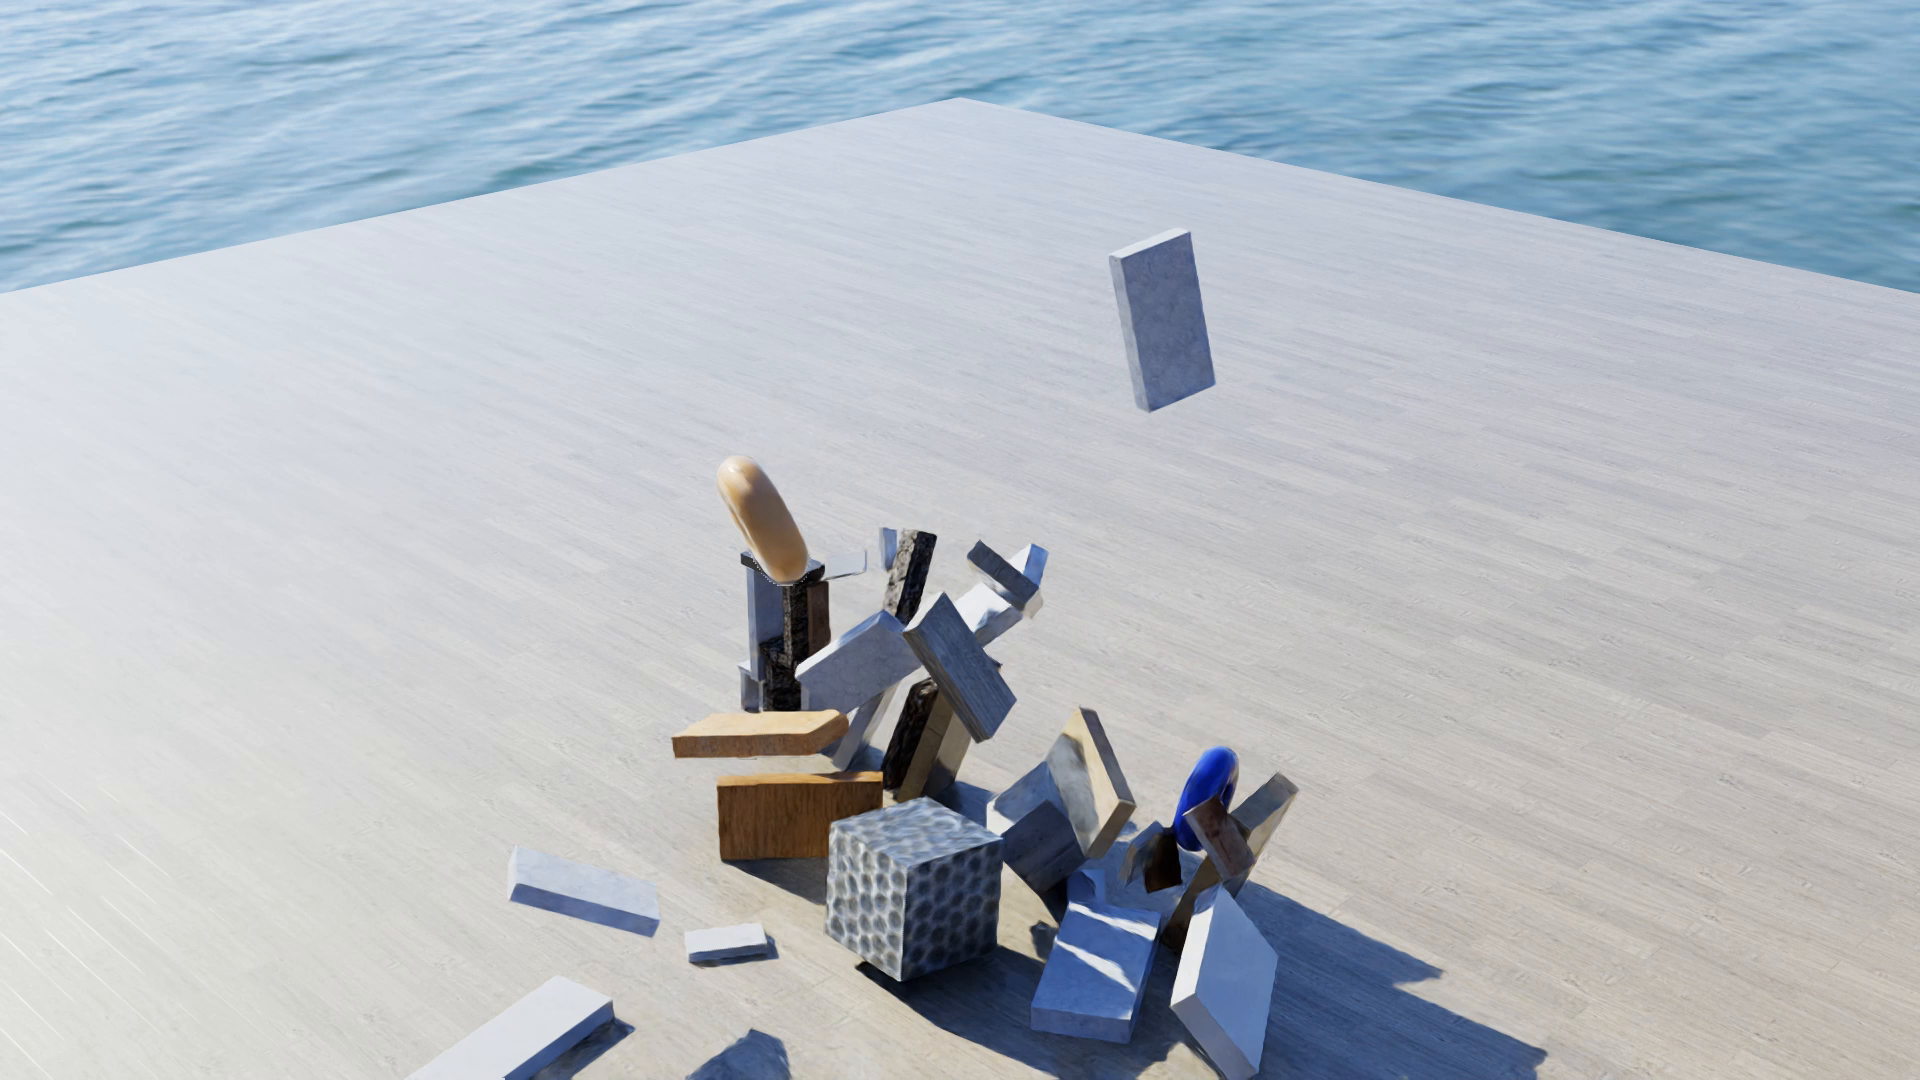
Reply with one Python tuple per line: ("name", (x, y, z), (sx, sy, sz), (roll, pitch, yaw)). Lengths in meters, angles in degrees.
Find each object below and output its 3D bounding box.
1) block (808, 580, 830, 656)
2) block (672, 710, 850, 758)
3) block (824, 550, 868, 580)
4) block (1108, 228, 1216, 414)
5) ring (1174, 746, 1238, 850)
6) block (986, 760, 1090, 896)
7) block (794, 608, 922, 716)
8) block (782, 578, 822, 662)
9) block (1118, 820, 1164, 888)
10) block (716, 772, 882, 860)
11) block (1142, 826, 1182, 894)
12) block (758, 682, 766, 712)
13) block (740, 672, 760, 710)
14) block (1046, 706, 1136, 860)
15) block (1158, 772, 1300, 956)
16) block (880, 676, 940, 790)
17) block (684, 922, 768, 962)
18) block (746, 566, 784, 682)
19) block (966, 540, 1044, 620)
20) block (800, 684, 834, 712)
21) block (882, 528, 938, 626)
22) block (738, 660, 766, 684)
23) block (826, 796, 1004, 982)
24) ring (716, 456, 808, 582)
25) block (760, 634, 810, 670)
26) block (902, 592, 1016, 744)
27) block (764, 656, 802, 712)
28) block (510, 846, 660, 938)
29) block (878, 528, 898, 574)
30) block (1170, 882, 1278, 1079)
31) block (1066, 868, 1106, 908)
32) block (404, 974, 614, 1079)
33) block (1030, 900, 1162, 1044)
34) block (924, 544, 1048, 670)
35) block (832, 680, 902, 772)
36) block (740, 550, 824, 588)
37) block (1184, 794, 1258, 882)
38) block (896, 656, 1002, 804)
("block", (-0.296, 0.173, 4.618), (0.048, 0.177, 0.014), (-22, 31, -40))
("block", (-0.401, 0.390, 4.422), (0.319, 0.045, 0.159), (-4, 11, 26))
("block", (-0.239, 0.052, 4.590), (0.096, 0.048, 0.014), (-11, -27, 25))
("block", (0.347, -0.374, 3.758), (0.142, 0.283, 0.040), (-23, 27, -22))
("ring", (0.436, 0.456, 3.885), (0.066, 0.197, 0.197), (21, 29, 18))
("block", (0.158, 0.548, 4.195), (0.151, 0.151, 0.151), (-39, 18, 16))
("block", (-0.183, 0.232, 4.146), (0.255, 0.127, 0.036), (-34, 26, 38))
("block", (-0.332, 0.160, 4.651), (0.025, 0.175, 0.088), (21, 31, 41))
("block", (0.316, 0.550, 3.853), (0.067, 0.134, 0.019), (-34, 63, -30))
("block", (-0.310, 0.537, 4.288), (0.319, 0.159, 0.045), (-1, 19, -3))
("block", (0.359, 0.575, 3.952), (0.067, 0.134, 0.019), (-15, 39, -4))
("block", (-0.418, 0.345, 4.827), (0.013, 0.095, 0.047), (21, 31, 41))
("block", (-0.462, 0.327, 4.868), (0.013, 0.094, 0.047), (21, 31, 41))
("block", (0.230, 0.430, 3.911), (0.037, 0.130, 0.260), (16, 30, -26))
("block", (0.481, 0.584, 3.946), (0.049, 0.344, 0.172), (38, 39, 19))
("block", (-0.088, 0.391, 4.510), (0.035, 0.245, 0.122), (34, 29, 25))
("block", (-0.427, 0.733, 4.007), (0.142, 0.020, 0.071), (-5, 24, -12))
("block", (-0.415, 0.169, 4.745), (0.025, 0.266, 0.088), (21, 31, 41))
("block", (0.079, 0.072, 3.817), (0.130, 0.037, 0.260), (38, -4, 8))
("block", (-0.299, 0.353, 4.706), (0.025, 0.174, 0.087), (21, 31, 41))
("block", (-0.114, 0.121, 4.283), (0.040, 0.283, 0.142), (15, -2, -13))
("block", (-0.440, 0.286, 4.827), (0.095, 0.013, 0.047), (21, 31, 41))
("block", (-0.083, 0.619, 3.931), (0.220, 0.220, 0.220), (-10, 21, -39))
("ring", (-0.367, -0.038, 4.086), (0.087, 0.261, 0.261), (-30, 29, -8))
("block", (-0.340, 0.246, 4.705), (0.174, 0.025, 0.087), (21, 31, 41))
("block", (0.000, 0.233, 4.038), (0.036, 0.255, 0.127), (-23, 18, 36))
("block", (-0.380, 0.321, 4.782), (0.025, 0.174, 0.087), (21, 31, 41))
("block", (-0.643, 0.602, 3.767), (0.255, 0.036, 0.127), (18, 16, -18))
("block", (-0.155, 0.024, 4.811), (0.014, 0.096, 0.048), (-11, -12, 35))
("block", (0.442, 0.730, 3.648), (0.049, 0.172, 0.344), (-34, 11, 24))
("block", (0.238, 0.668, 4.160), (0.071, 0.020, 0.142), (1, 23, 2))
("block", (-0.790, 0.875, 3.652), (0.130, 0.037, 0.490), (15, 27, 31))
("block", (0.245, 0.762, 3.903), (0.172, 0.049, 0.344), (6, 24, 13))
("block", (0.050, 0.143, 4.364), (0.040, 0.368, 0.142), (28, 55, -17))
("block", (-0.186, 0.362, 4.603), (0.035, 0.245, 0.122), (32, 30, 8))
("block", (-0.374, 0.051, 4.651), (0.175, 0.025, 0.088), (21, 31, 40))
("block", (0.446, 0.510, 3.767), (0.067, 0.134, 0.019), (-31, 2, 4))
("block", (-0.023, 0.390, 4.439), (0.045, 0.319, 0.159), (33, 34, 18))
